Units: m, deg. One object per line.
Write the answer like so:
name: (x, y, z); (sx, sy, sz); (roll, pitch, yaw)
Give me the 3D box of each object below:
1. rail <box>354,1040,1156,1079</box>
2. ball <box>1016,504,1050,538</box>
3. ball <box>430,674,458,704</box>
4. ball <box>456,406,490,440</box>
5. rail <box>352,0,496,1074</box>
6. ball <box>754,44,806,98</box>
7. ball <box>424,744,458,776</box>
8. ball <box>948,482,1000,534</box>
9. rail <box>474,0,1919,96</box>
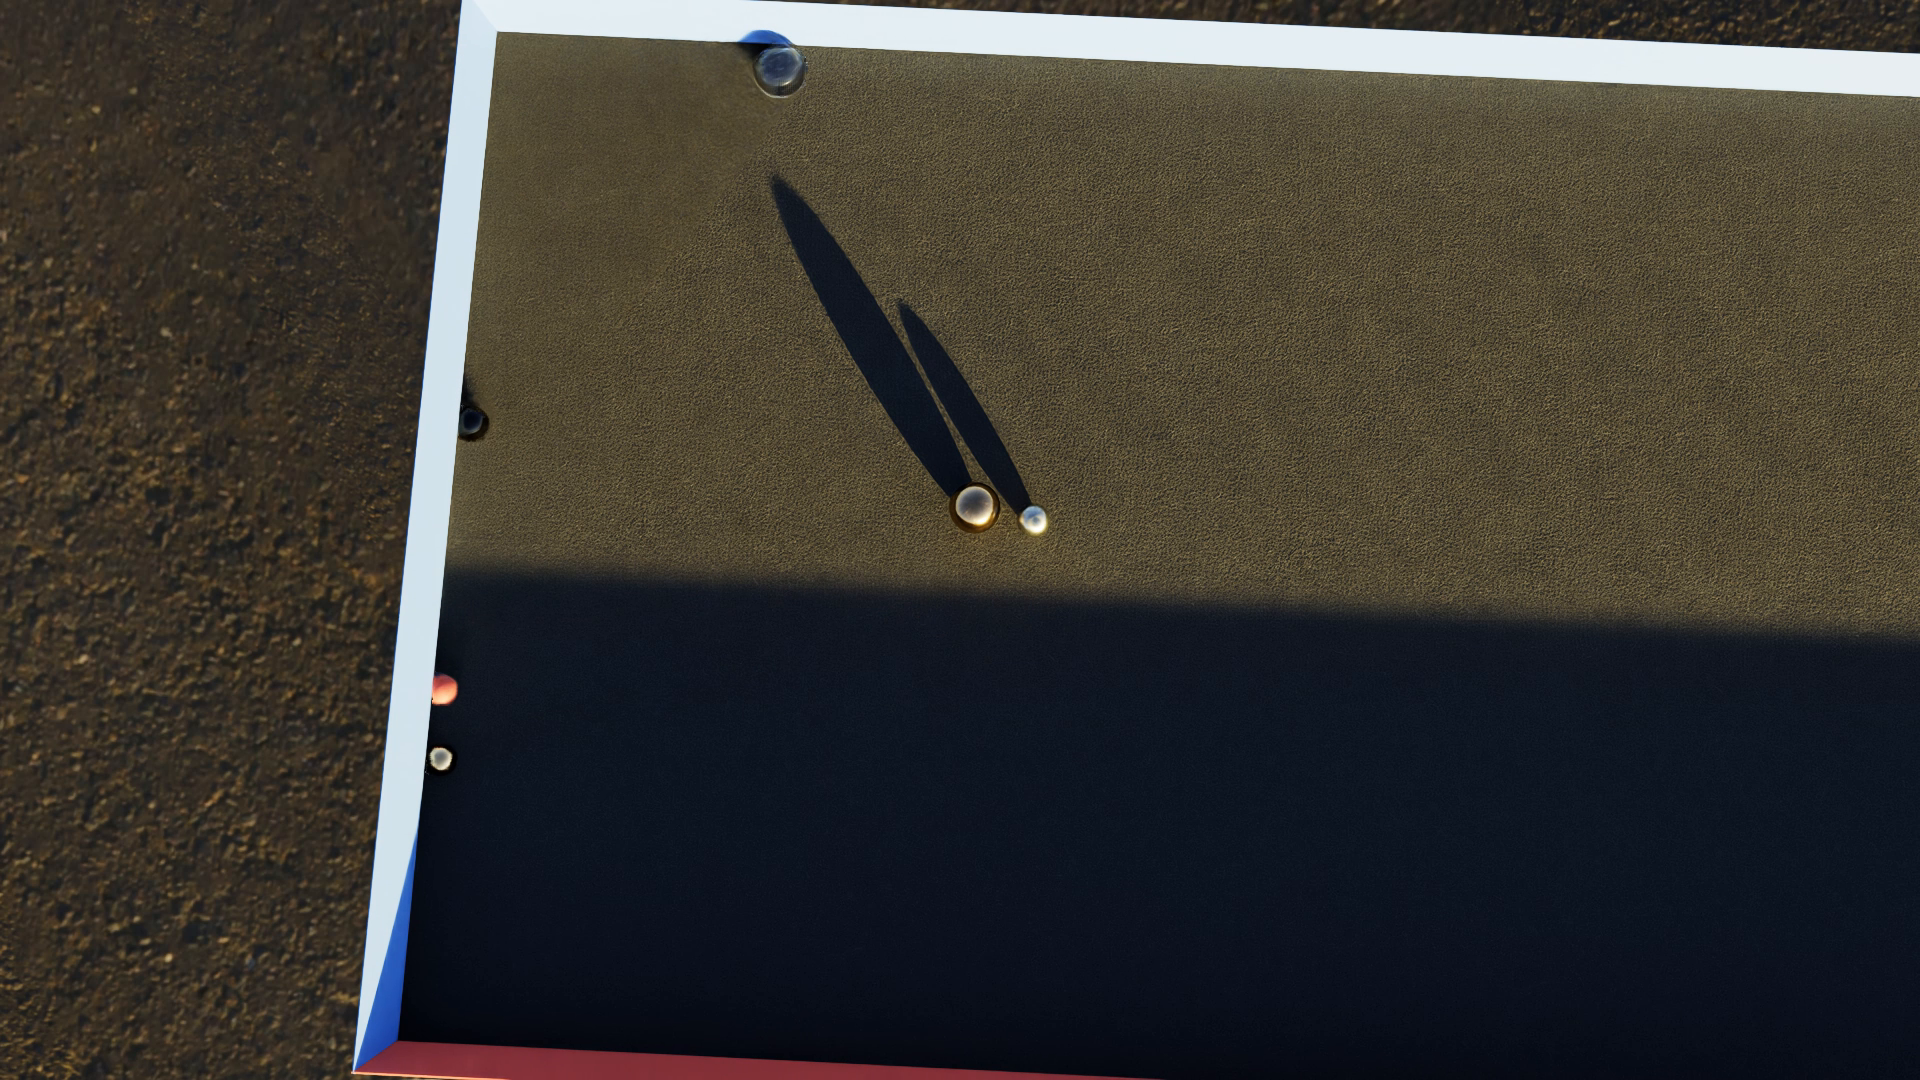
rail: (0.771, 0.811, 3.114); (3.245, 0.109, 0.045); (3, 78, 1)
ball: (0.111, -0.029, 3.317); (0.051, 0.051, 0.051); (0, 78, 0)
ball: (-0.769, 0.223, 3.268); (0.045, 0.045, 0.045); (0, 78, 0)
ball: (-0.743, -0.178, 3.347); (0.053, 0.053, 0.053); (0, 78, 0)
rail: (-0.787, -0.044, 3.290); (0.045, 0.109, 1.638); (3, 78, 1)
ball: (-0.282, -0.734, 3.446); (0.084, 0.084, 0.084); (0, 78, 0)
ball: (-0.766, 0.325, 3.247); (0.047, 0.047, 0.047); (0, 78, 0)
ball: (0.022, -0.049, 3.307); (0.078, 0.078, 0.078); (0, 78, 0)
rail: (0.849, -0.745, 3.434); (3.245, 0.109, 0.045); (3, 78, 1)
